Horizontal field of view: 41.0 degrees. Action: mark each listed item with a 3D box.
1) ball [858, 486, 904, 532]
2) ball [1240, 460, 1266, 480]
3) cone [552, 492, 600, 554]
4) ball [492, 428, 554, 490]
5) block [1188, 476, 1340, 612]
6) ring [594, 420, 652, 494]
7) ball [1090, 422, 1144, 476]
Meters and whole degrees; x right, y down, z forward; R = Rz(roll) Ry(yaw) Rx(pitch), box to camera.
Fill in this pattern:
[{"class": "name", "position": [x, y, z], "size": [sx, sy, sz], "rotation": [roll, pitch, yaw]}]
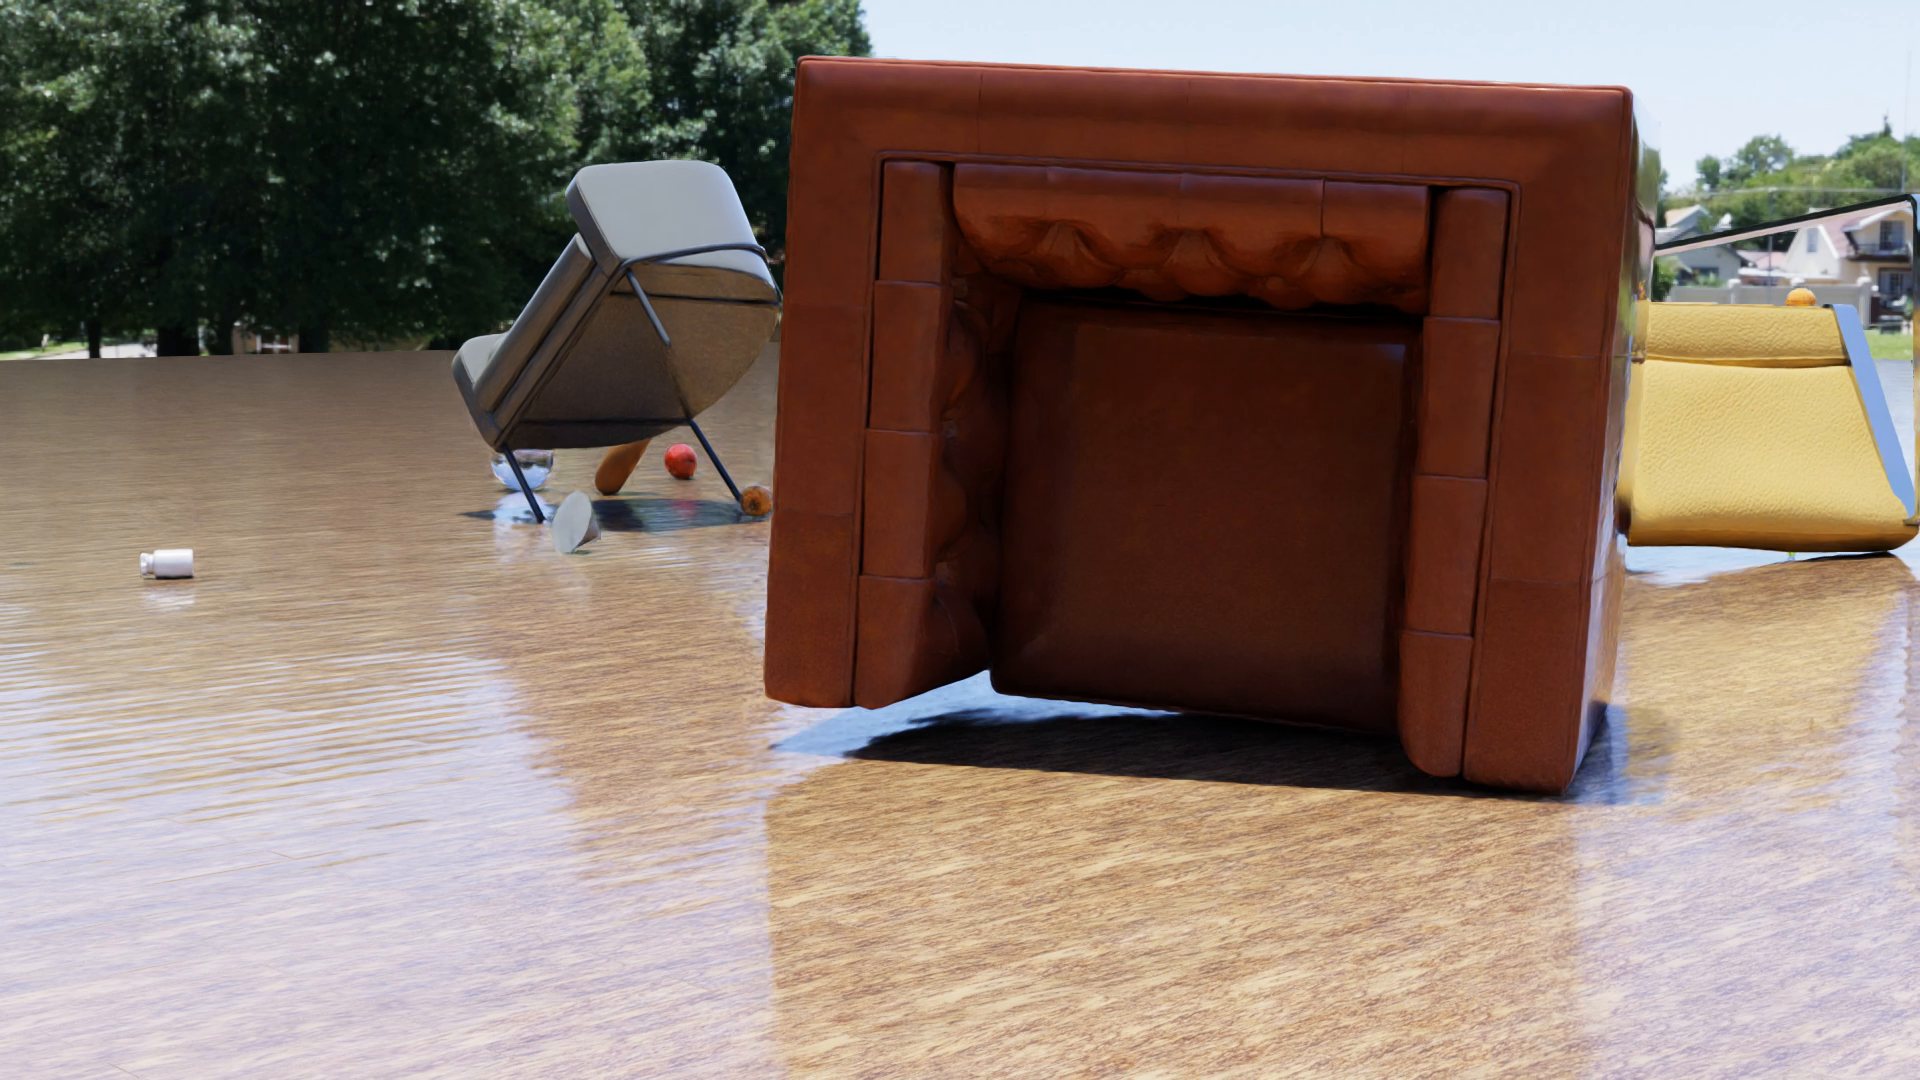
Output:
[{"class": "ball", "position": [-0.203, -0.081, 6.607], "size": [0.120, 0.120, 0.120], "rotation": [0, 6, 0]}, {"class": "ball", "position": [0.917, -0.208, 8.044], "size": [0.080, 0.080, 0.080], "rotation": [0, 6, 0]}, {"class": "cone", "position": [-0.898, -0.025, 6.158], "size": [0.090, 0.143, 0.179], "rotation": [30, 27, -38]}, {"class": "ball", "position": [-1.341, -0.247, 7.874], "size": [0.193, 0.193, 0.193], "rotation": [0, 6, 0]}, {"class": "block", "position": [0.619, 0.005, 5.190], "size": [0.255, 0.223, 0.303], "rotation": [6, 7, 12]}, {"class": "ring", "position": [-1.022, -0.251, 7.779], "size": [0.088, 0.249, 0.161], "rotation": [32, 2, -4]}, {"class": "ball", "position": [0.518, -0.299, 8.452], "size": [0.176, 0.176, 0.176], "rotation": [0, 6, 0]}]
